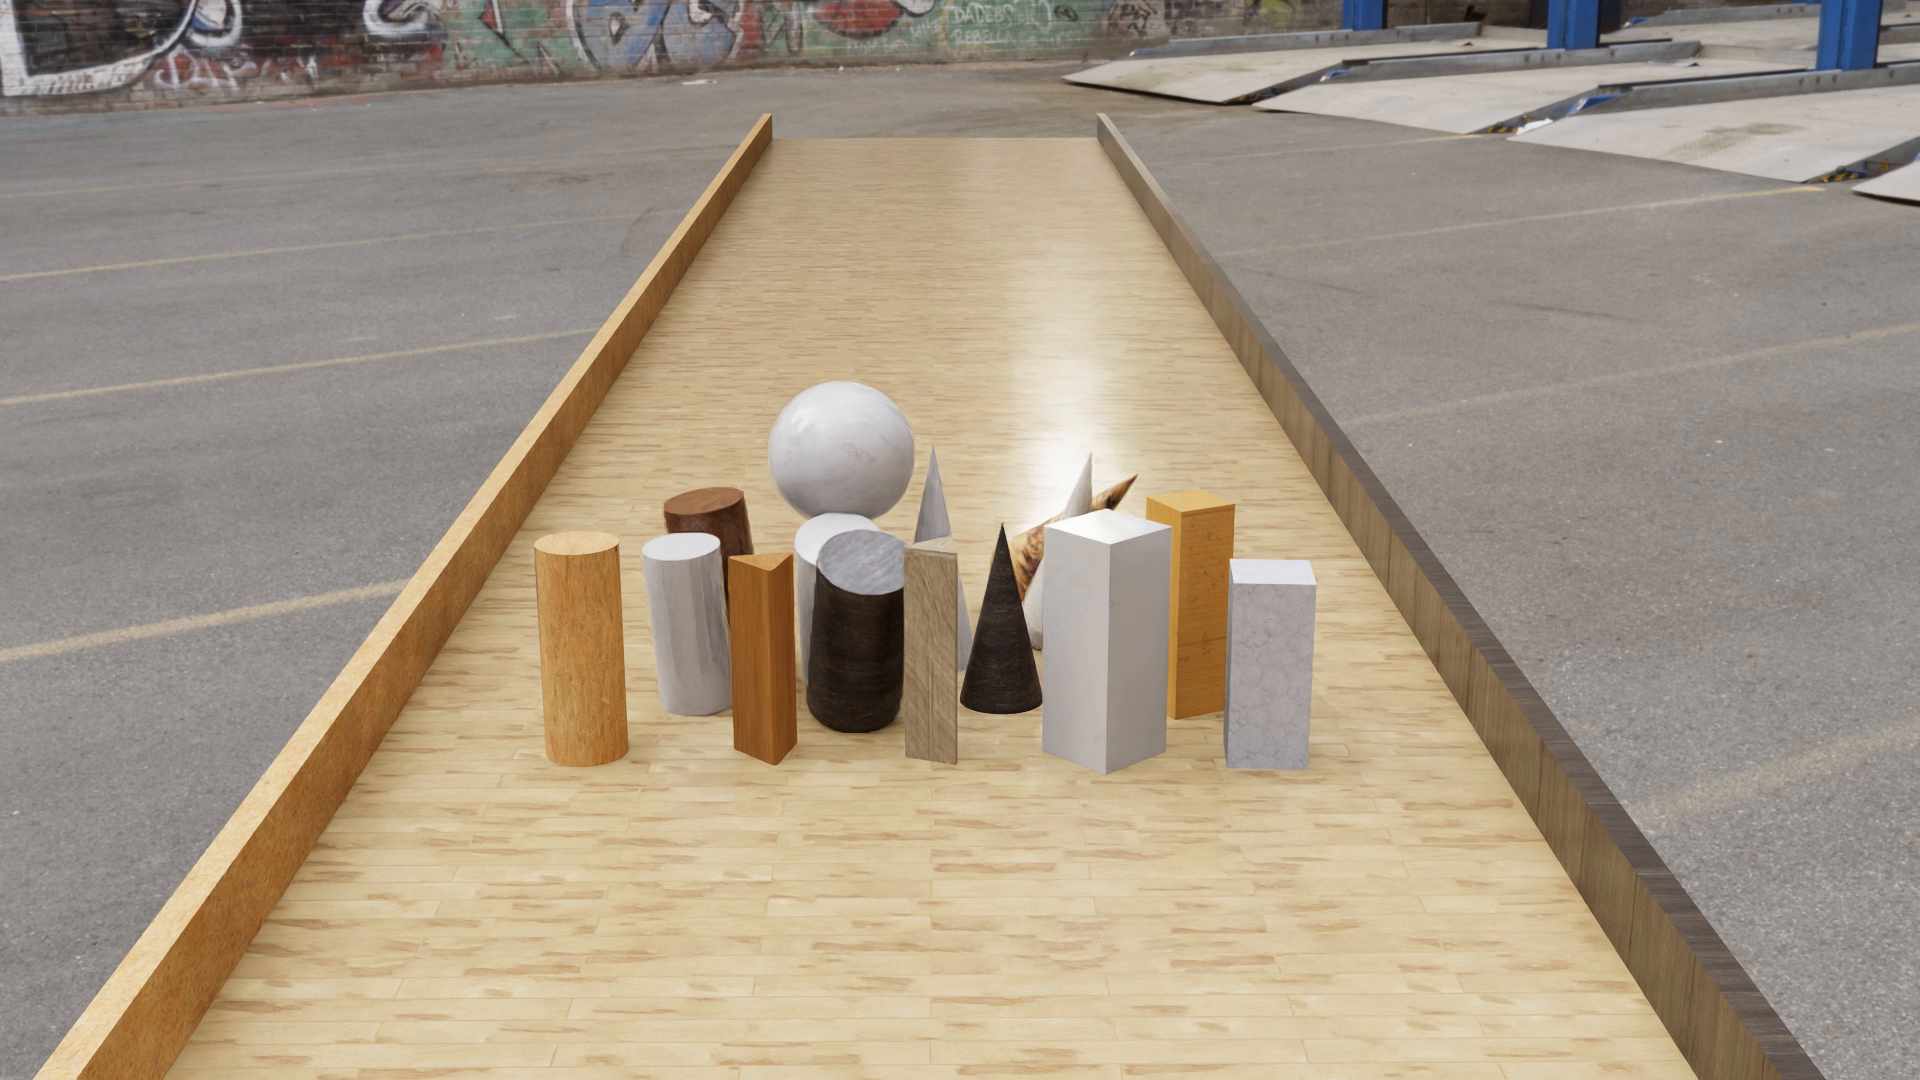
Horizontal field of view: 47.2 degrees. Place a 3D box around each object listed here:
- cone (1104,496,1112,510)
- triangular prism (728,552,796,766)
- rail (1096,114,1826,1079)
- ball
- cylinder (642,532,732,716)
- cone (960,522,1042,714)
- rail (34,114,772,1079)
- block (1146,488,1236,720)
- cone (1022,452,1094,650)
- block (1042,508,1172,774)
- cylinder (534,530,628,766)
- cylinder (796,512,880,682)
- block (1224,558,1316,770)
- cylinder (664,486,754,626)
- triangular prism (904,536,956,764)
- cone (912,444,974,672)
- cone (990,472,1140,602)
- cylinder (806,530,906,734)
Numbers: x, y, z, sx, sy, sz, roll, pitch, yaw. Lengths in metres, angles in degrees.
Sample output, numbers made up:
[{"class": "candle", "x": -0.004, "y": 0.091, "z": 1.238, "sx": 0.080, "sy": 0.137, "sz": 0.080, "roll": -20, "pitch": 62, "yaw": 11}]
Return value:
[{"class": "cone", "x": 0.285, "y": 0.078, "z": 4.343, "sx": 0.157, "sy": 0.349, "sz": 0.157, "roll": 2, "pitch": 17, "yaw": -1}, {"class": "triangular prism", "x": -0.332, "y": 0.204, "z": 3.907, "sx": 0.099, "sy": 0.361, "sz": 0.114, "roll": -16, "pitch": 23, "yaw": -43}, {"class": "rail", "x": 0.932, "y": -0.844, "z": 7.801, "sx": 0.050, "sy": 0.150, "sz": 12.000, "roll": 0, "pitch": 17, "yaw": -1}, {"class": "ball", "x": -0.227, "y": -0.163, "z": 4.206, "sx": 0.283, "sy": 0.283, "sz": 0.283, "roll": 0, "pitch": 17, "yaw": 0}, {"class": "cylinder", "x": -0.507, "y": 0.157, "z": 4.125, "sx": 0.145, "sy": 0.314, "sz": 0.145, "roll": -3, "pitch": 21, "yaw": 1}, {"class": "cone", "x": 0.079, "y": 0.134, "z": 4.153, "sx": 0.162, "sy": 0.355, "sz": 0.162, "roll": 0, "pitch": 17, "yaw": 0}, {"class": "rail", "x": -1.118, "y": -0.838, "z": 7.780, "sx": 0.050, "sy": 0.150, "sz": 12.000, "roll": 0, "pitch": 17, "yaw": -1}, {"class": "block", "x": 0.426, "y": 0.120, "z": 4.117, "sx": 0.118, "sy": 0.403, "sz": 0.118, "roll": -9, "pitch": 19, "yaw": -26}, {"class": "cone", "x": 0.226, "y": 0.002, "z": 4.394, "sx": 0.169, "sy": 0.439, "sz": 0.169, "roll": 7, "pitch": 34, "yaw": -5}, {"class": "block", "x": 0.258, "y": 0.177, "z": 3.891, "sx": 0.157, "sy": 0.421, "sz": 0.157, "roll": -15, "pitch": 22, "yaw": -41}, {"class": "cylinder", "x": -0.669, "y": 0.192, "z": 3.894, "sx": 0.146, "sy": 0.391, "sz": 0.146, "roll": 0, "pitch": 17, "yaw": 0}, {"class": "cylinder", "x": -0.226, "y": 0.124, "z": 4.166, "sx": 0.160, "sy": 0.330, "sz": 0.160, "roll": 0, "pitch": 41, "yaw": 0}, {"class": "block", "x": 0.545, "y": 0.219, "z": 3.888, "sx": 0.141, "sy": 0.343, "sz": 0.141, "roll": 1, "pitch": 17, "yaw": 4}, {"class": "cylinder", "x": -0.466, "y": 0.092, "z": 4.256, "sx": 0.156, "sy": 0.359, "sz": 0.156, "roll": -7, "pitch": 19, "yaw": 2}, {"class": "triangular prism", "x": -0.036, "y": 0.193, "z": 3.891, "sx": 0.100, "sy": 0.392, "sz": 0.087, "roll": 7, "pitch": 18, "yaw": 22}, {"class": "cone", "x": -0.053, "y": 0.025, "z": 4.345, "sx": 0.178, "sy": 0.448, "sz": 0.178, "roll": 0, "pitch": 19, "yaw": 0}, {"class": "cone", "x": 0.247, "y": -0.030, "z": 4.500, "sx": 0.171, "sy": 0.171, "sz": 0.409, "roll": -18, "pitch": -19, "yaw": -46}, {"class": "cylinder", "x": -0.181, "y": 0.168, "z": 3.989, "sx": 0.177, "sy": 0.341, "sz": 0.177, "roll": 4, "pitch": 40, "yaw": -4}]
